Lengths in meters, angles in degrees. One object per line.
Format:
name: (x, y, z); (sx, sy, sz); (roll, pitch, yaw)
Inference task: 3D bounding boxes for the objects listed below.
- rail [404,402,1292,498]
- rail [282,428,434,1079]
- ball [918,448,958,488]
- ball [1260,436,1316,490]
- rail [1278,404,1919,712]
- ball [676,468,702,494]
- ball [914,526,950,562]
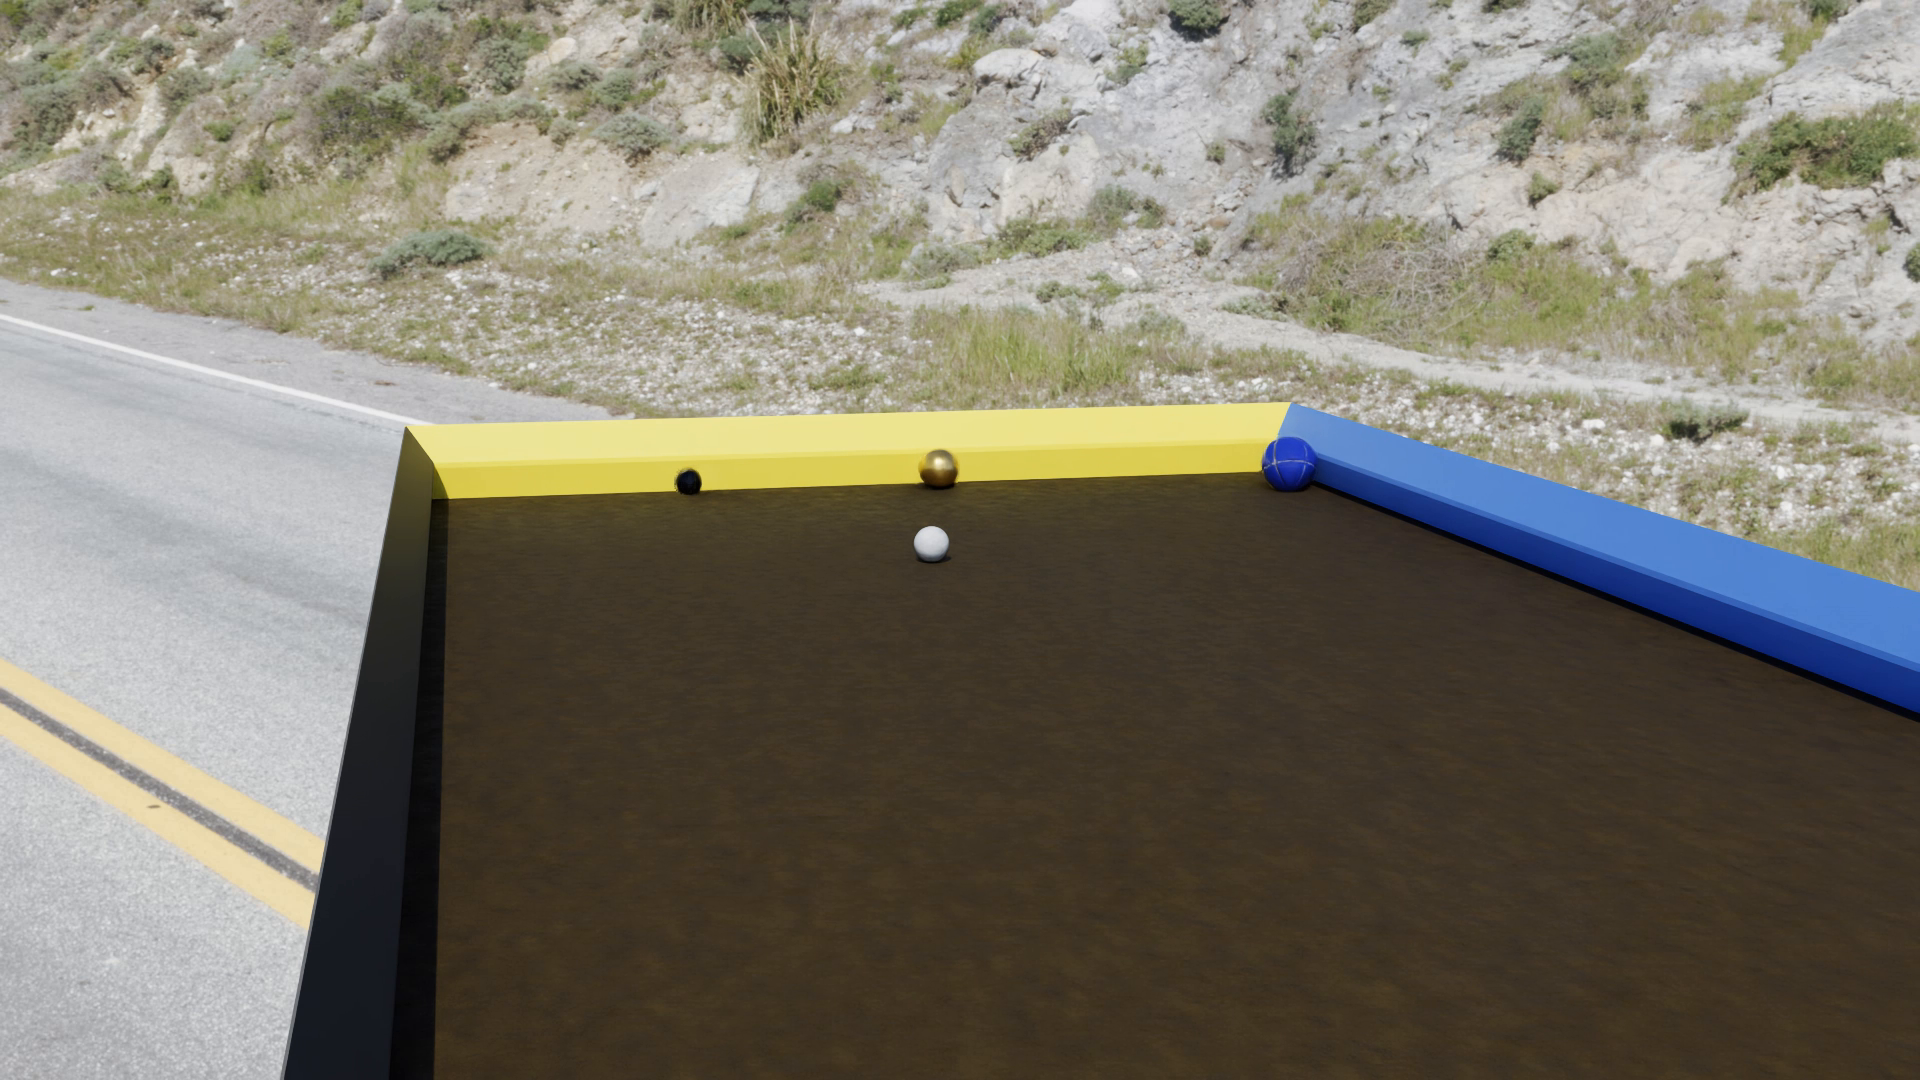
rail: (-0.156, -0.155, 3.825); (1.569, 0.123, 0.045); (-2, 10, -12)
rail: (-0.581, 0.120, 2.273); (0.045, 0.123, 2.935); (-2, 10, -12)
ball: (-0.037, -0.124, 3.807); (0.070, 0.070, 0.070); (0, 10, 0)
ball: (0.565, -0.132, 3.779); (0.095, 0.095, 0.095); (0, 10, 0)
rail: (0.903, 0.061, 2.602); (0.045, 0.123, 2.935); (-2, 10, -12)
ball: (-0.461, -0.099, 3.740); (0.045, 0.045, 0.045); (0, 10, 0)
ball: (-0.040, 0.006, 3.127); (0.051, 0.051, 0.051); (0, 10, 0)
